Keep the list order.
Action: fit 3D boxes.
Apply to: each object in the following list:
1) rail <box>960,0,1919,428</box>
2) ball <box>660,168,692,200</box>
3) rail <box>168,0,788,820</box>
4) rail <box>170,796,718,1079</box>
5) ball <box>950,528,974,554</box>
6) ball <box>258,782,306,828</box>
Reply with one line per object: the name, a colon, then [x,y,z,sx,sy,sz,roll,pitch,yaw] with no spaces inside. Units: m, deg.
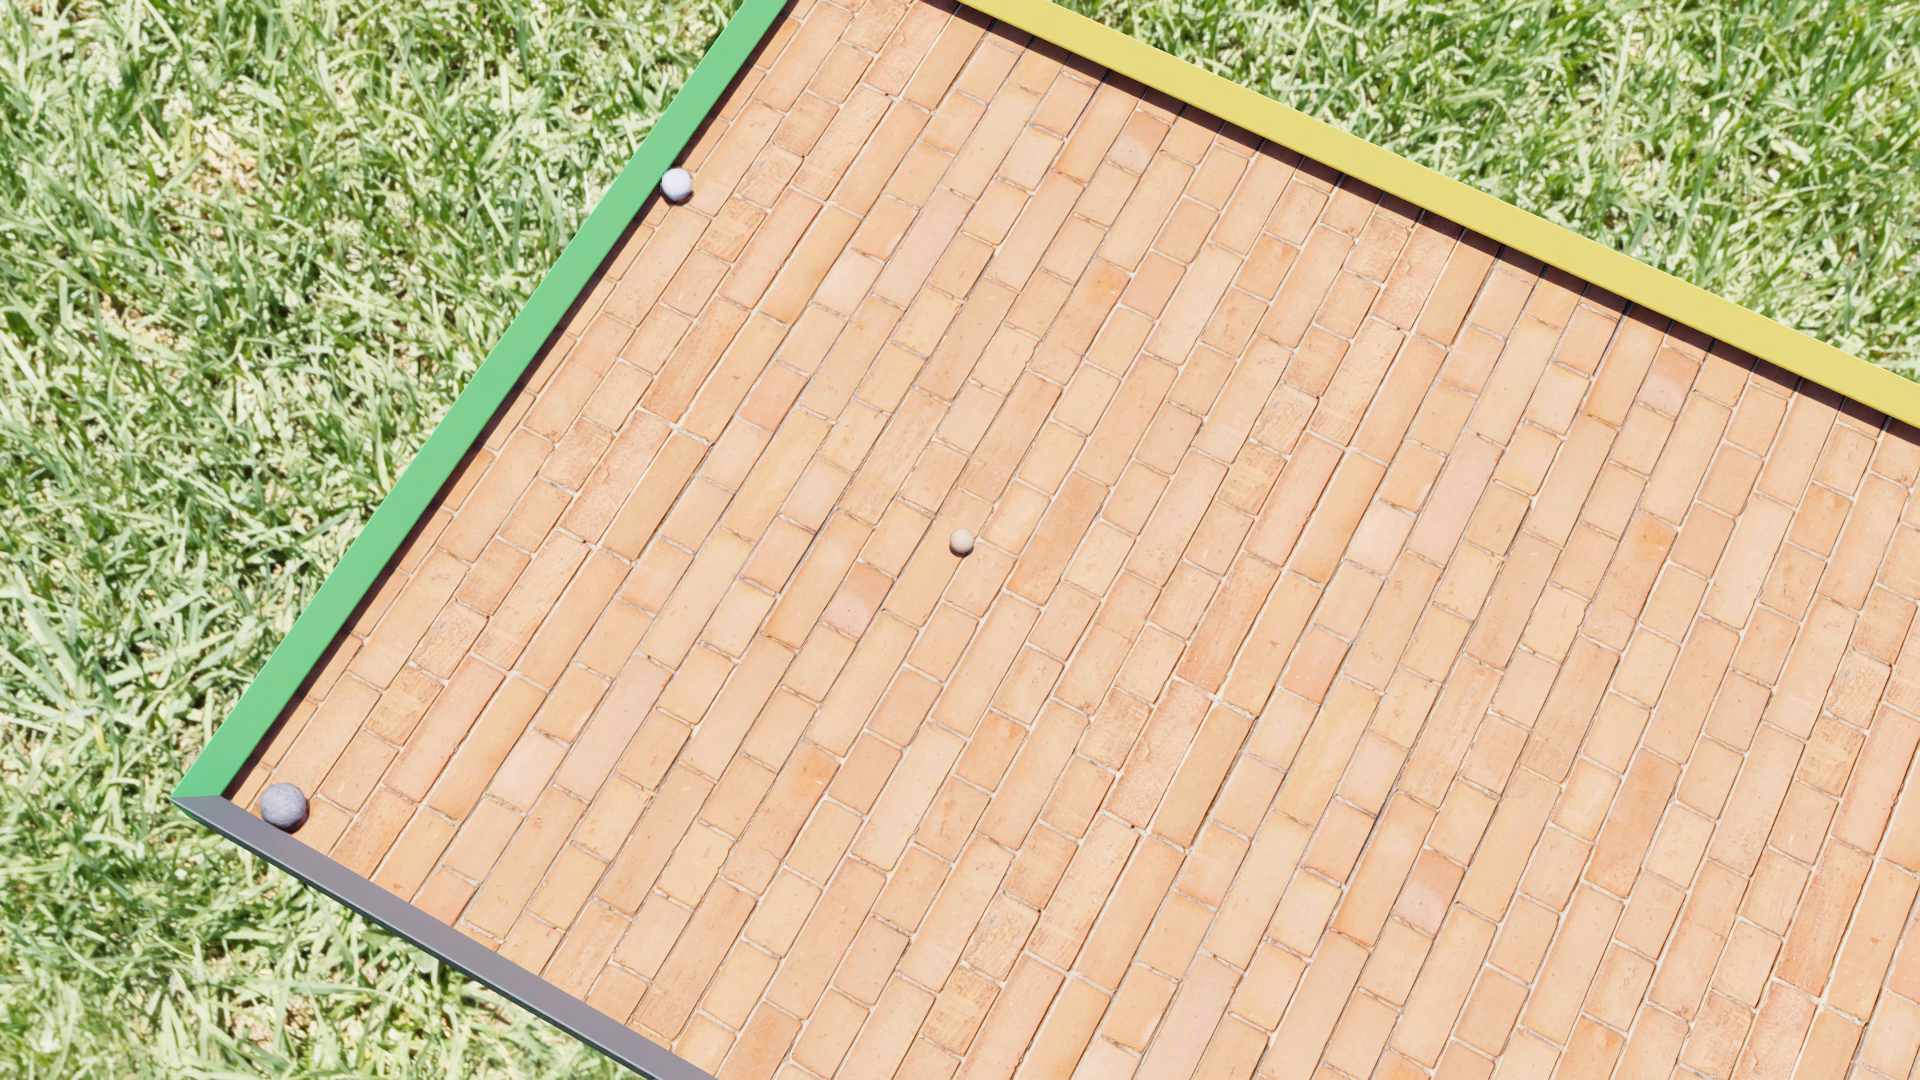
rail: [1.181,-0.406,3.713,3.307,0.090,0.045,27,69,11]
ball: [-0.493,-0.619,3.828,0.055,0.055,0.055,0,66,0]
rail: [-0.704,-0.361,3.693,0.045,0.090,1.944,27,69,11]
rail: [0.270,1.113,3.033,3.307,0.090,0.045,27,69,11]
ball: [0.003,0.001,3.559,0.041,0.041,0.041,0,66,0]
ball: [-1.035,0.405,3.362,0.069,0.069,0.069,0,66,0]
